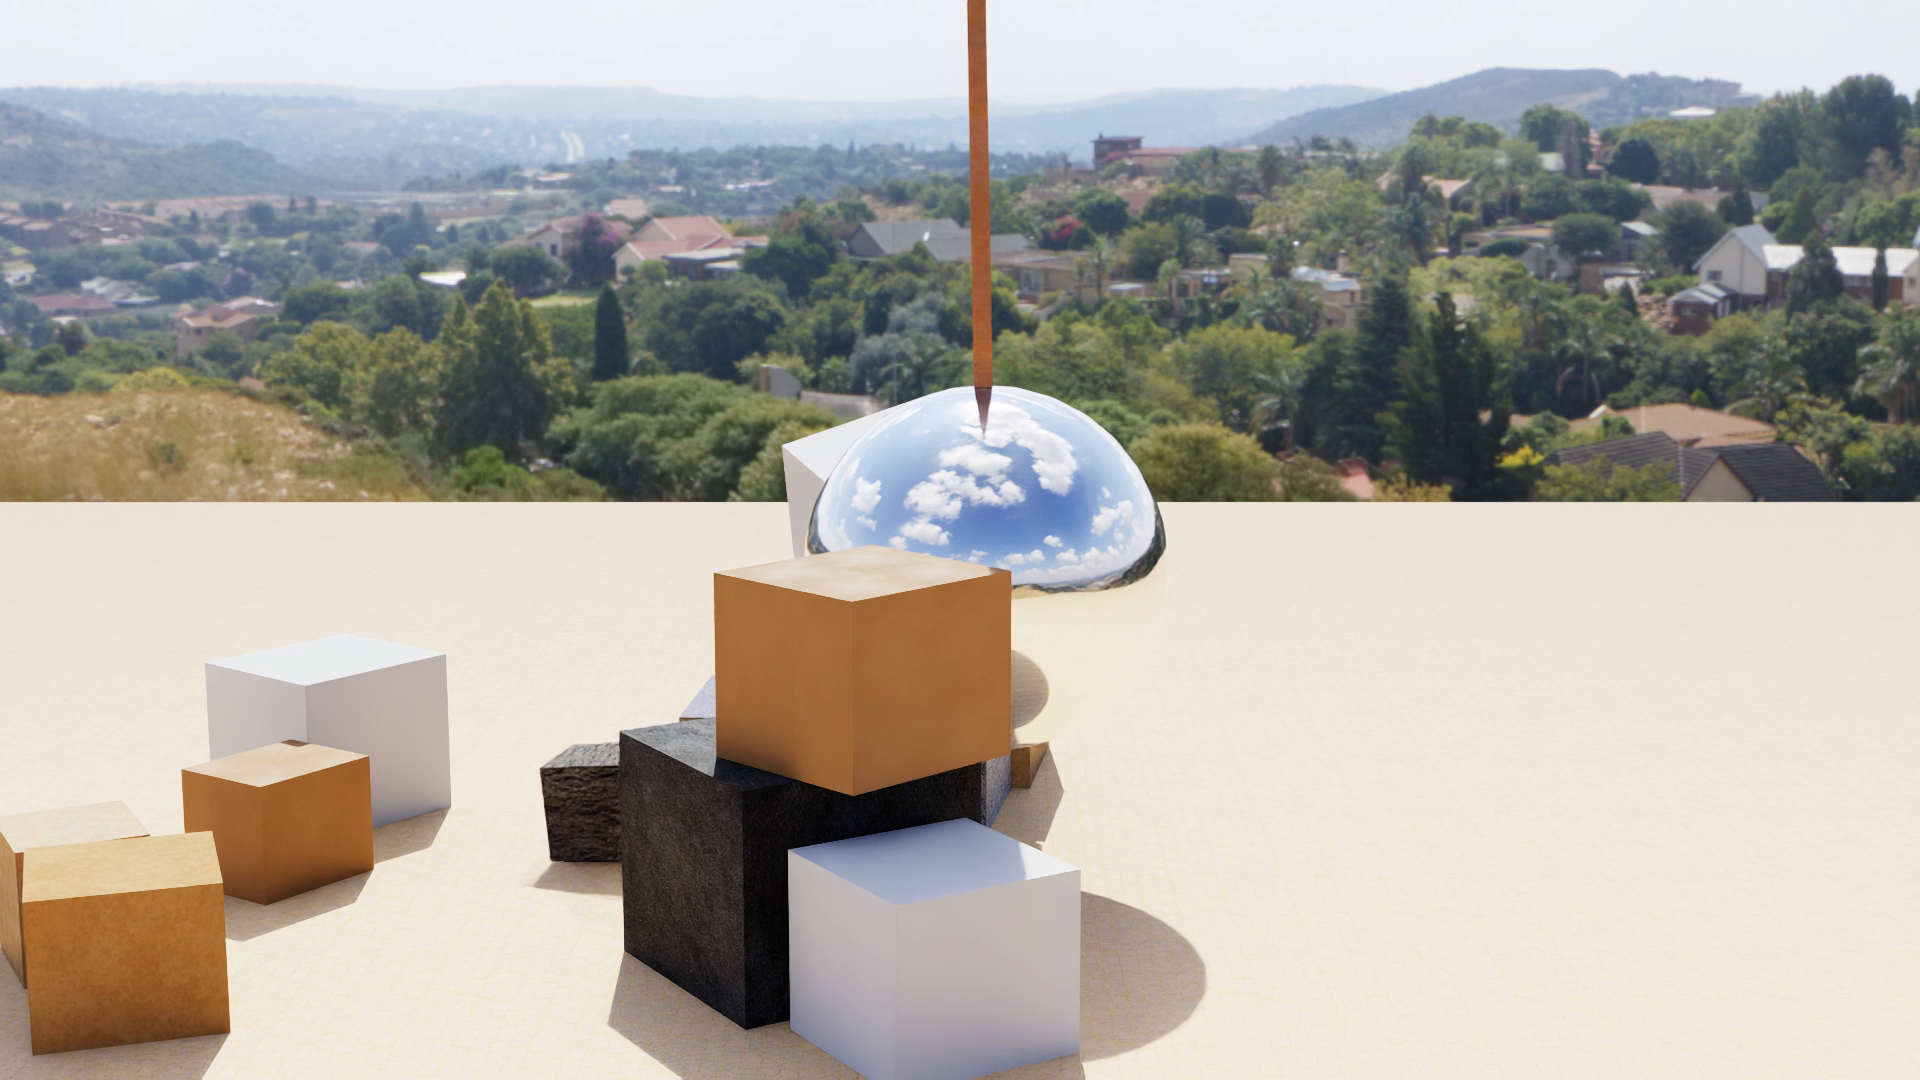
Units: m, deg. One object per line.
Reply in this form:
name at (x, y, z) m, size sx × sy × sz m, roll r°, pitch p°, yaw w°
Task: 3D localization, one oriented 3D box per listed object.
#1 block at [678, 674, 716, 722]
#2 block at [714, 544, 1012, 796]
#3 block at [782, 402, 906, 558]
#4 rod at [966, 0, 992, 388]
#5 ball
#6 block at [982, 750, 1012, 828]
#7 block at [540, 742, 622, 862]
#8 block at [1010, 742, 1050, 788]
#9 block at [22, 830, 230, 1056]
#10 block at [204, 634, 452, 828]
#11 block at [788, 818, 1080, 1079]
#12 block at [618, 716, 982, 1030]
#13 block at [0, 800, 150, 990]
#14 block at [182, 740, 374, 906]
block at (-0.812, 1.077, 11.492) m, size 0.734 × 0.770 × 0.801 m, roll 1°, pitch 10°, yaw 5°
block at (-0.370, 0.475, 9.814) m, size 0.775 × 0.720 × 0.827 m, roll 10°, pitch 14°, yaw 44°
block at (-0.262, -0.084, 12.434) m, size 0.858 × 0.801 × 0.792 m, roll -21°, pitch 36°, yaw -25°
rod at (0.050, -3.221, 10.595) m, size 0.080 × 5.200 × 0.080 m, roll -1°, pitch 10°, yaw 0°
ball at (0.115, 0.124, 11.203) m, size 1.600 × 1.600 × 1.600 m, roll 0°, pitch 10°, yaw 0°
block at (-0.277, 0.917, 12.371) m, size 0.943 × 0.770 × 0.828 m, roll 2°, pitch 10°, yaw 9°
block at (-1.585, 1.186, 11.699) m, size 0.491 × 0.436 × 0.427 m, roll -3°, pitch 9°, yaw 13°
block at (-0.011, 0.660, 13.147) m, size 0.852 × 0.997 × 0.845 m, roll 2°, pitch 10°, yaw 8°
block at (-3.145, 1.504, 9.673) m, size 0.693 × 0.579 × 0.694 m, roll -4°, pitch 11°, yaw -19°
block at (-3.021, 0.936, 12.300) m, size 0.751 × 0.757 × 0.832 m, roll 8°, pitch 13°, yaw 38°
block at (-0.099, 1.500, 9.376) m, size 0.774 × 0.694 × 0.768 m, roll -6°, pitch 12°, yaw -32°
block at (-0.640, 1.242, 10.170) m, size 1.045 × 0.917 × 1.046 m, roll -7°, pitch 12°, yaw -32°
block at (-3.547, 1.409, 10.275) m, size 0.509 × 0.551 × 0.550 m, roll -6°, pitch 12°, yaw -29°
block at (-3.004, 1.234, 11.313) m, size 0.511 × 0.524 × 0.616 m, roll 7°, pitch 12°, yaw 34°
